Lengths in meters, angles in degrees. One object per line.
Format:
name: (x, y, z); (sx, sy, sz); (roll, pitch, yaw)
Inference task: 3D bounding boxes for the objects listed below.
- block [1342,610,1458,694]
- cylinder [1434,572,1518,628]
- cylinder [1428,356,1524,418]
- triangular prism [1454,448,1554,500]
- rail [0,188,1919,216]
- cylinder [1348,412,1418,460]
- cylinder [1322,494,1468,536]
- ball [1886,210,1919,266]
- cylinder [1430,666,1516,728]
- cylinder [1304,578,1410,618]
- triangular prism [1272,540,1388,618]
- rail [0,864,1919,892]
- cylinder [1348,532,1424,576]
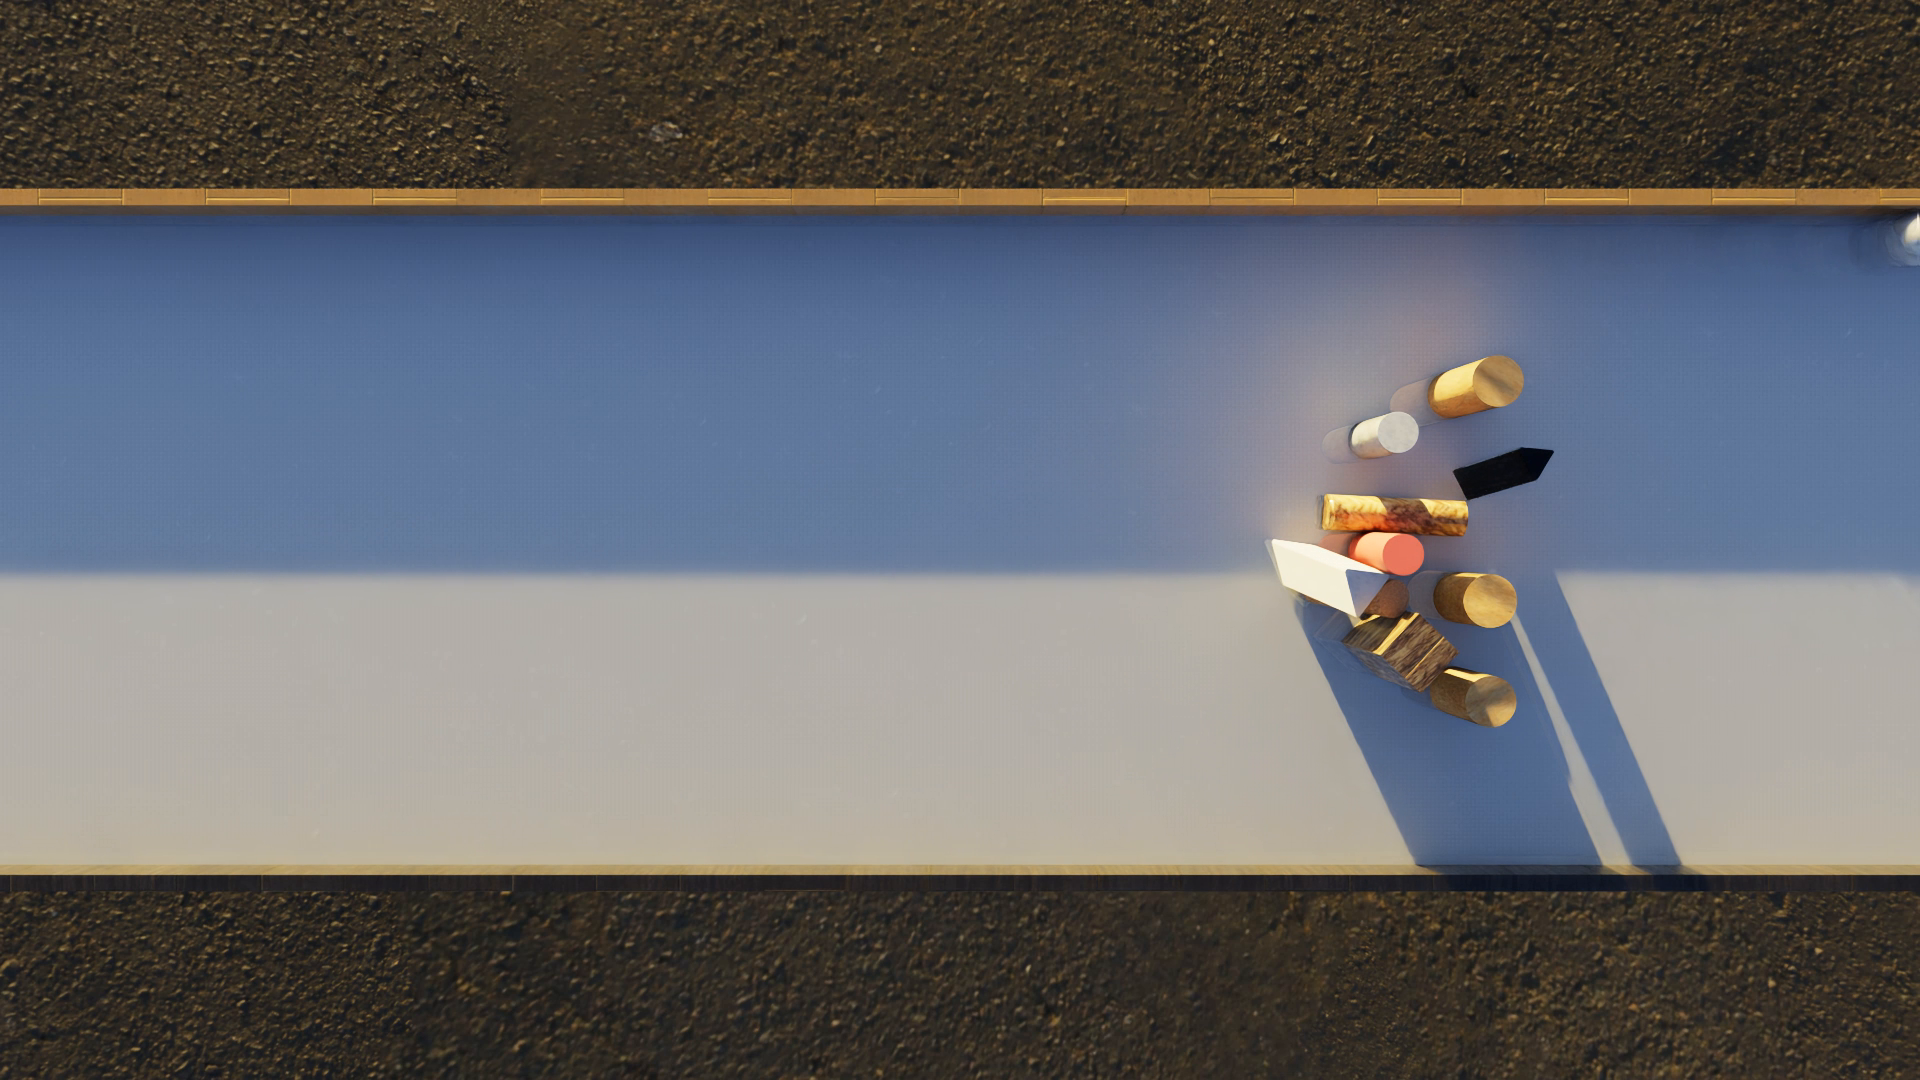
block: (1.288, 0.314, 4.854); (0.158, 0.440, 0.158); (43, 90, -2)
cylinder: (1.534, 0.177, 4.923); (0.155, 0.307, 0.155); (0, 90, 0)
cylinder: (1.511, -0.447, 4.853); (0.145, 0.446, 0.145); (0, 90, 0)
triangular prism: (1.606, -0.209, 4.857); (0.088, 0.430, 0.102); (-26, 88, -10)
rail: (-2.247, -1.025, 5.002); (12.000, 0.150, 0.050); (0, 90, 0)
cylinder: (1.253, -0.308, 4.896); (0.118, 0.361, 0.118); (0, 90, 0)
cylinder: (1.322, -0.075, 5.021); (0.417, 0.109, 0.109); (3, 90, 0)
ball: (2.900, -0.915, 4.991); (0.170, 0.170, 0.170); (0, 90, 0)
cylinder: (1.520, 0.463, 4.899); (0.148, 0.354, 0.148); (0, 90, 0)
cylinder: (1.170, 0.154, 4.896); (0.112, 0.348, 0.112); (-3, 97, -27)
triangular prism: (1.102, 0.086, 4.882); (0.133, 0.387, 0.153); (-24, 110, -15)
rail: (-2.247, 1.025, 5.001); (12.000, 0.150, 0.050); (0, 90, 0)
cylinder: (1.252, 0.038, 4.861); (0.117, 0.429, 0.117); (0, 91, 1)
